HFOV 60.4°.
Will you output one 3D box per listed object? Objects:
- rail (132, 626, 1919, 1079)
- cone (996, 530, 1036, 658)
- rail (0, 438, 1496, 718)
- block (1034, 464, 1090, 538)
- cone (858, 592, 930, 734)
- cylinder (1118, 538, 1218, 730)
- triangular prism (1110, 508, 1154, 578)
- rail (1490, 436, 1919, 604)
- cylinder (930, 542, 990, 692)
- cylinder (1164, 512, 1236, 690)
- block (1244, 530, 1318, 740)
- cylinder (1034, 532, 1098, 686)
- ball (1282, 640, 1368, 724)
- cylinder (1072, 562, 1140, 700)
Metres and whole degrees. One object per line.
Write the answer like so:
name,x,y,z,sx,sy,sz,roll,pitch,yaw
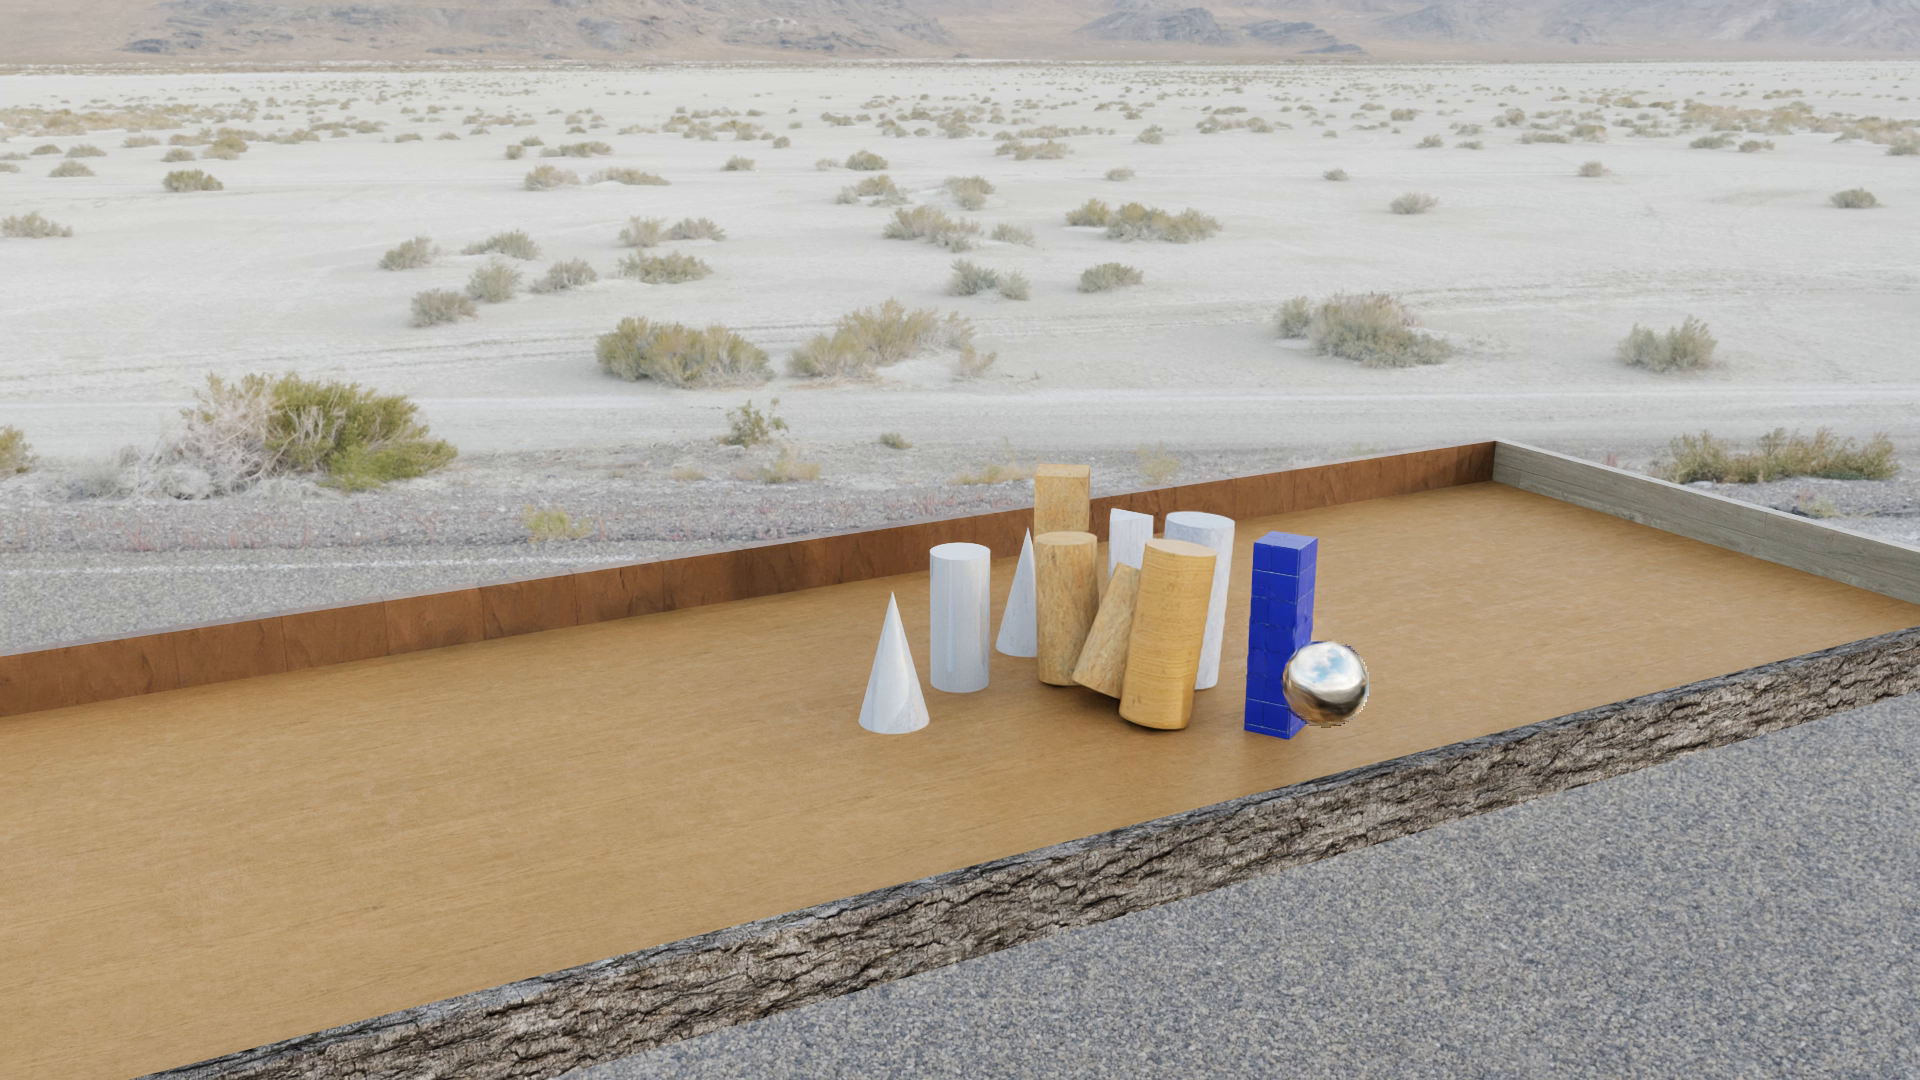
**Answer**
rail,-2.336,1.006,1.665,12.000,0.150,0.050,-9,18,-27
cone,0.177,0.124,4.345,0.166,0.330,0.166,0,16,0
rail,-3.305,0.497,3.399,12.000,0.150,0.050,-9,18,-27
block,0.284,0.005,4.612,0.142,0.410,0.142,2,17,8
cone,-0.156,0.272,3.859,0.168,0.322,0.168,0,16,0
cylinder,0.484,0.217,3.847,0.167,0.413,0.167,7,12,-2
triangular prism,0.427,0.099,4.391,0.127,0.353,0.110,-7,18,-22
rail,2.466,-0.048,5.253,0.050,0.150,2.100,-9,18,-27
cylinder,0.000,0.192,4.095,0.149,0.342,0.149,0,16,0
cylinder,0.576,0.149,4.100,0.170,0.410,0.170,4,14,-1
block,0.738,0.219,3.800,0.111,0.456,0.111,10,19,30
cylinder,0.268,0.170,4.126,0.157,0.357,0.157,-2,12,0
ball,0.756,0.296,3.423,0.174,0.174,0.174,0,16,0
cylinder,0.397,0.222,3.993,0.155,0.304,0.155,22,0,0
